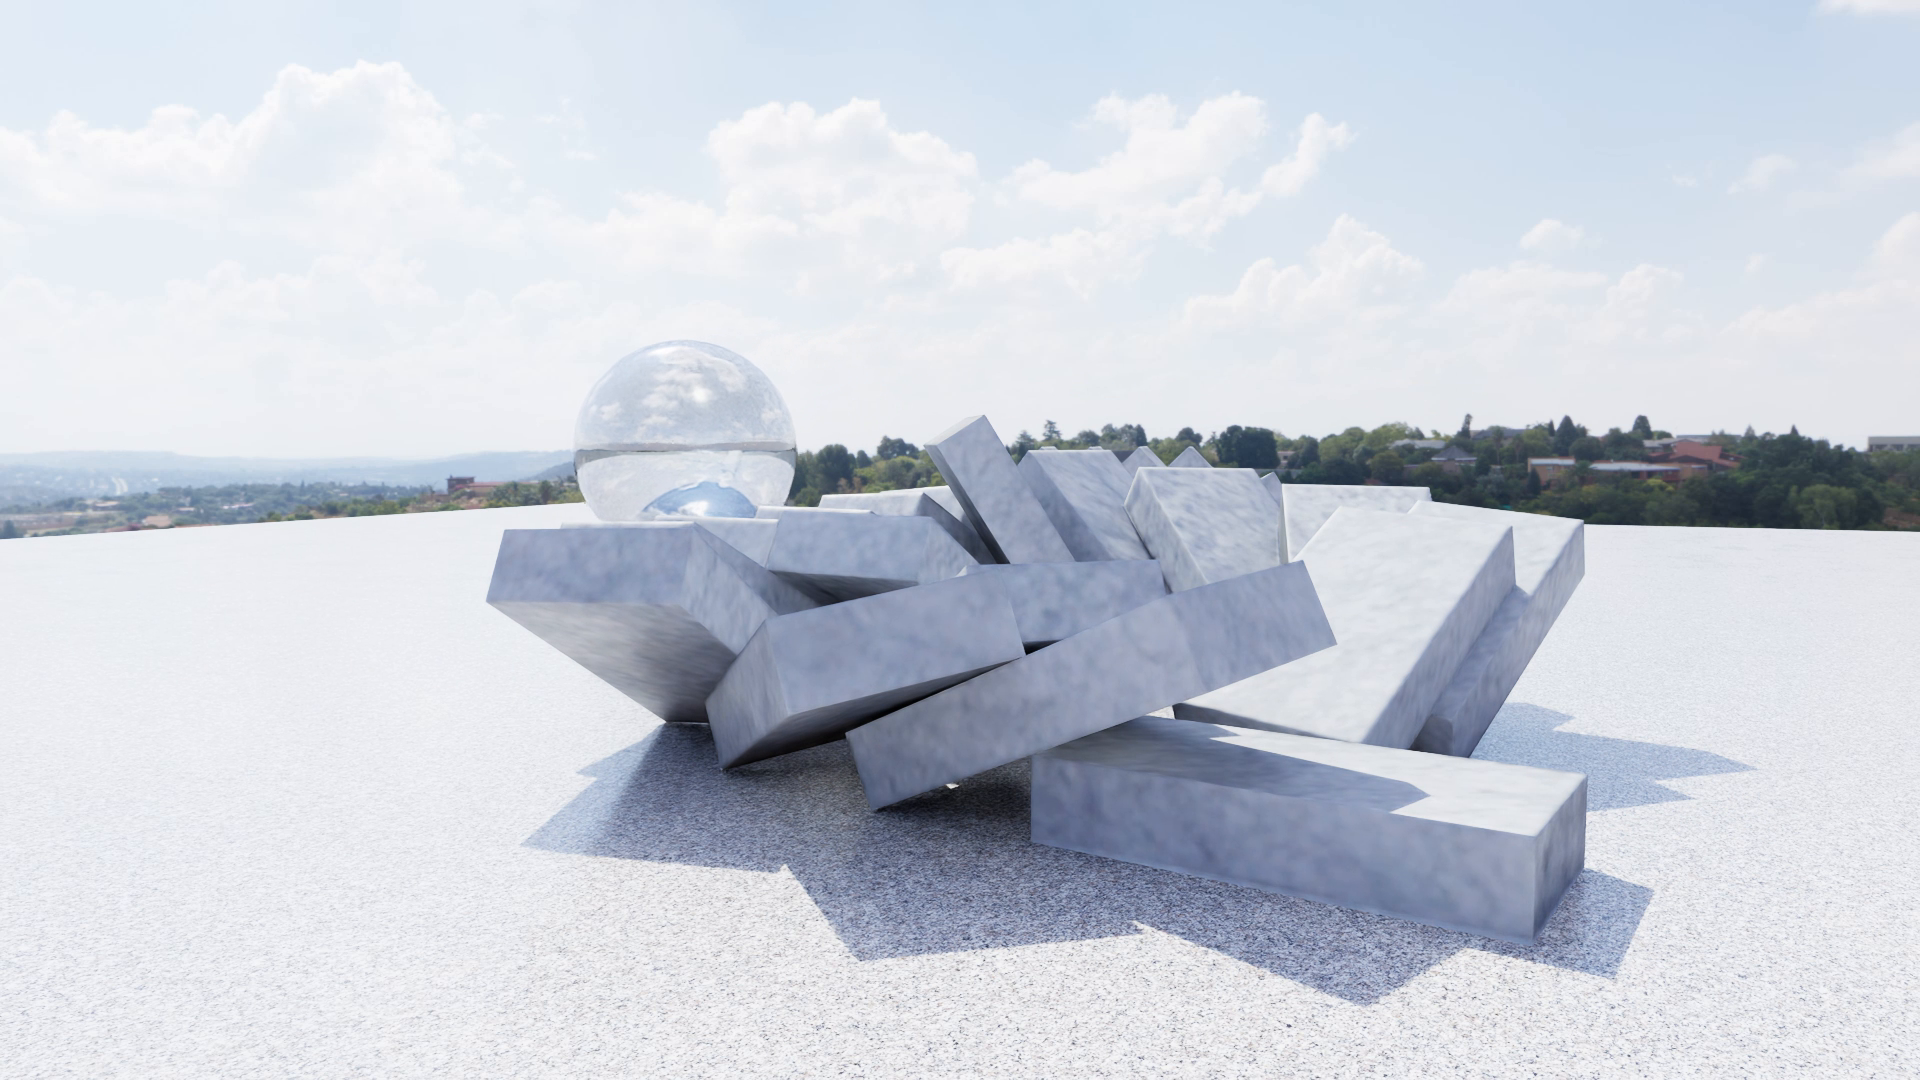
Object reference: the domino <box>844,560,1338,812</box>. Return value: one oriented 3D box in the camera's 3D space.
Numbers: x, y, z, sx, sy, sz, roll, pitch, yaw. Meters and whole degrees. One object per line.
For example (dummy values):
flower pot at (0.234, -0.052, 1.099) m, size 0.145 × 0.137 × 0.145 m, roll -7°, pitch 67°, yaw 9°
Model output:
domino at (0.013, 0.017, 0.142) m, size 0.025 × 0.009 × 0.050 m, roll -10°, pitch -14°, yaw -46°

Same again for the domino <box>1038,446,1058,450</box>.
domino at (0.011, -0.007, 0.379) m, size 0.050 × 0.009 × 0.025 m, roll -44°, pitch -6°, yaw 12°

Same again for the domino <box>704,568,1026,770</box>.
domino at (-0.013, 0.016, 0.150) m, size 0.025 × 0.009 × 0.050 m, roll -12°, pitch -12°, yaw -21°

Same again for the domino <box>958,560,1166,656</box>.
domino at (0.006, 0.015, 0.176) m, size 0.025 × 0.009 × 0.050 m, roll -1°, pitch -19°, yaw -17°

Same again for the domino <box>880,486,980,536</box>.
domino at (0.007, 0.005, 0.264) m, size 0.025 × 0.010 × 0.050 m, roll -3°, pitch -28°, yaw 43°

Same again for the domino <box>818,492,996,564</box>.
domino at (-0.003, 0.007, 0.250) m, size 0.025 × 0.010 × 0.050 m, roll 0°, pitch -26°, yaw 39°

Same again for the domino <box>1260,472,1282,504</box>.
domino at (0.069, -0.002, 0.366) m, size 0.050 × 0.009 × 0.025 m, roll -31°, pitch -4°, yaw 10°

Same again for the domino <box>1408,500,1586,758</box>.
domino at (0.069, 0.012, 0.185) m, size 0.025 × 0.009 × 0.050 m, roll 11°, pitch 38°, yaw 41°

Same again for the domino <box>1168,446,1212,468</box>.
domino at (0.052, -0.006, 0.372) m, size 0.050 × 0.009 × 0.025 m, roll -44°, pitch -6°, yaw 12°

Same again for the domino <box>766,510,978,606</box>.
domino at (-0.006, 0.010, 0.203) m, size 0.025 × 0.010 × 0.050 m, roll 3°, pitch -22°, yaw 27°

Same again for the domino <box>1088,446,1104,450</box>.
domino at (0.025, -0.007, 0.378) m, size 0.050 × 0.010 × 0.025 m, roll -44°, pitch -6°, yaw 12°

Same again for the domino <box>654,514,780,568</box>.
domino at (-0.028, 0.011, 0.218) m, size 0.025 × 0.010 × 0.050 m, roll 3°, pitch -22°, yaw 31°

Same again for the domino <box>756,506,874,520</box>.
domino at (-0.013, 0.009, 0.234) m, size 0.025 × 0.009 × 0.050 m, roll 3°, pitch -23°, yaw 35°

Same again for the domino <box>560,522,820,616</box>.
domino at (-0.036, 0.012, 0.197) m, size 0.025 × 0.009 × 0.050 m, roll 0°, pitch -23°, yaw 30°

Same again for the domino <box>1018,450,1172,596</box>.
domino at (0.032, 0.004, 0.241) m, size 0.025 × 0.010 × 0.050 m, roll -4°, pitch 50°, yaw -45°

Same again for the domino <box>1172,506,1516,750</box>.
domino at (0.052, 0.013, 0.171) m, size 0.025 × 0.010 × 0.050 m, roll 9°, pitch 37°, yaw 40°

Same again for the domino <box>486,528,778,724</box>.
domino at (-0.038, 0.013, 0.173) m, size 0.025 × 0.010 × 0.050 m, roll 0°, pitch -24°, yaw 14°

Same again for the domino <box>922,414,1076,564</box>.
domino at (0.012, 0.002, 0.228) m, size 0.009 × 0.050 × 0.025 m, roll -33°, pitch 7°, yaw -4°

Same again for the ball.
ball at (-0.100, -0.033, 0.467) m, size 0.080 × 0.080 × 0.080 m, roll 0°, pitch 4°, yaw 0°

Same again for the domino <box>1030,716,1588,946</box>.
domino at (0.035, 0.028, 0.133) m, size 0.050 × 0.010 × 0.025 m, roll 3°, pitch 5°, yaw 35°

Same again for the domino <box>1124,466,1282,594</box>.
domino at (0.051, 0.006, 0.228) m, size 0.025 × 0.009 × 0.050 m, roll 0°, pitch 41°, yaw -21°

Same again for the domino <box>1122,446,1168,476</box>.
domino at (0.039, -0.006, 0.375) m, size 0.050 × 0.009 × 0.025 m, roll -44°, pitch -6°, yaw 13°

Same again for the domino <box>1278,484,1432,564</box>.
domino at (0.066, 0.009, 0.209) m, size 0.025 × 0.009 × 0.050 m, roll 2°, pitch 37°, yaw 9°
